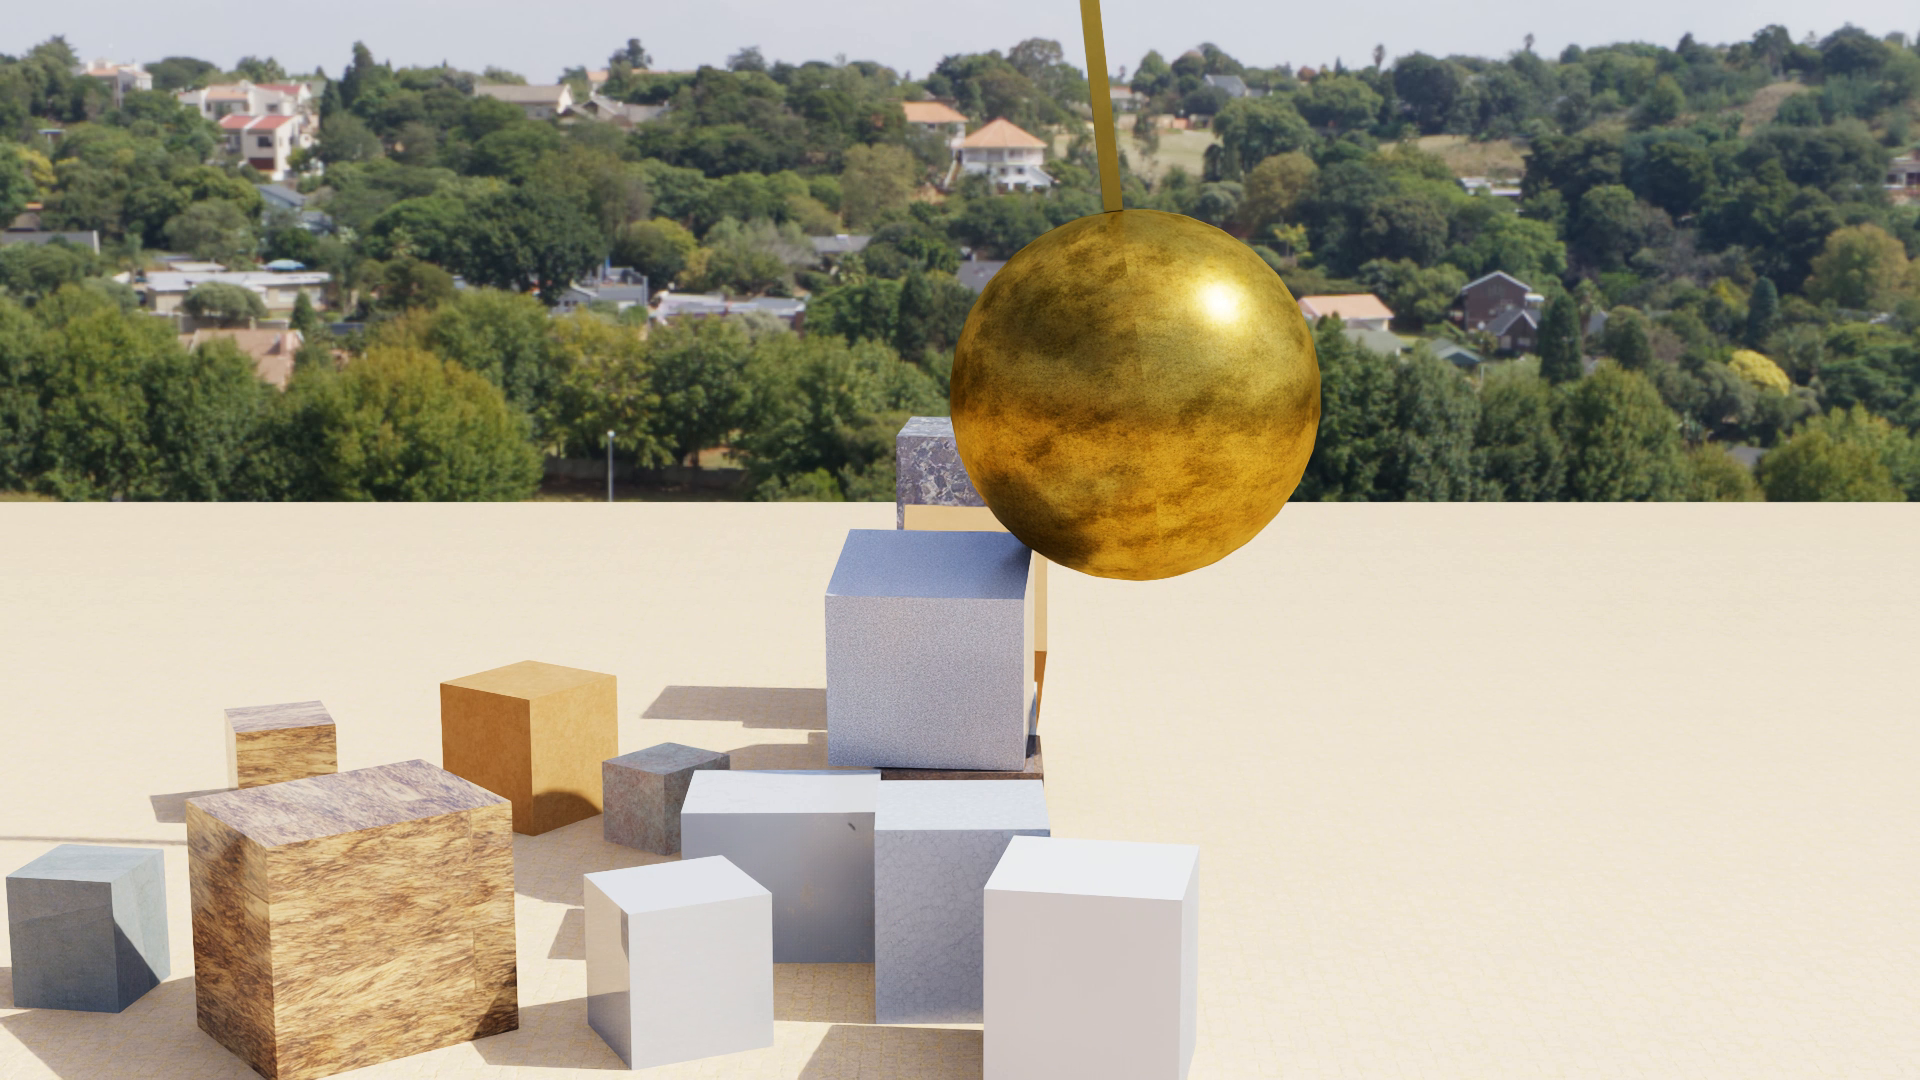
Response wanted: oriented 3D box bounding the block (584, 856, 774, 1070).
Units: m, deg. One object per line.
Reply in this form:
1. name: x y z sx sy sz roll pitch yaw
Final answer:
1. block: -1.037 1.544 9.443 0.544 0.582 0.513 -5 11 -25

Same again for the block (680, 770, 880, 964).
1. block: -0.718 1.329 10.513 0.781 0.624 0.632 0 10 -1

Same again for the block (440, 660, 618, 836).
1. block: -2.059 0.987 12.307 0.587 0.655 0.592 7 12 34

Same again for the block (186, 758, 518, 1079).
1. block: -2.244 1.386 9.486 0.940 0.878 0.753 -8 13 -37

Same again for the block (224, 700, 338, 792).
1. block: -3.284 1.071 12.414 0.463 0.451 0.502 -4 11 -21

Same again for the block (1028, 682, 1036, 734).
1. block: -0.002 1.062 11.788 0.705 0.692 0.640 0 10 2

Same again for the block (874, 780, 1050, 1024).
1. block: 0.004 1.380 9.864 0.651 0.756 0.669 0 10 -1

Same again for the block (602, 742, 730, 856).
1. block: -1.361 1.197 11.917 0.391 0.381 0.445 8 13 36

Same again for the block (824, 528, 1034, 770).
1. block: -0.112 0.461 11.155 0.829 0.764 0.905 1 18 4

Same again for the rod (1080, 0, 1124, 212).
1. rod: 0.327 -3.941 10.464 0.080 5.200 0.080 -7 10 1

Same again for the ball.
1. ball: 0.754 -0.623 11.067 1.600 1.600 1.600 0 10 0

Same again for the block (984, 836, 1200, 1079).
1. block: 0.474 1.520 9.098 0.680 0.754 0.635 2 10 10

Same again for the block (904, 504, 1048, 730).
1. block: 0.059 0.389 12.860 0.712 0.822 0.760 2 -34 -1

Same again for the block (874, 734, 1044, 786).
1. block: -0.006 1.221 11.162 0.720 0.605 0.627 0 10 0

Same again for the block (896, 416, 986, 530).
1. block: 0.044 -0.254 14.138 0.705 0.745 0.800 1 10 5

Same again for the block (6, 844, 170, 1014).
1. block: -3.359 1.494 9.904 0.428 0.517 0.425 2 10 9
